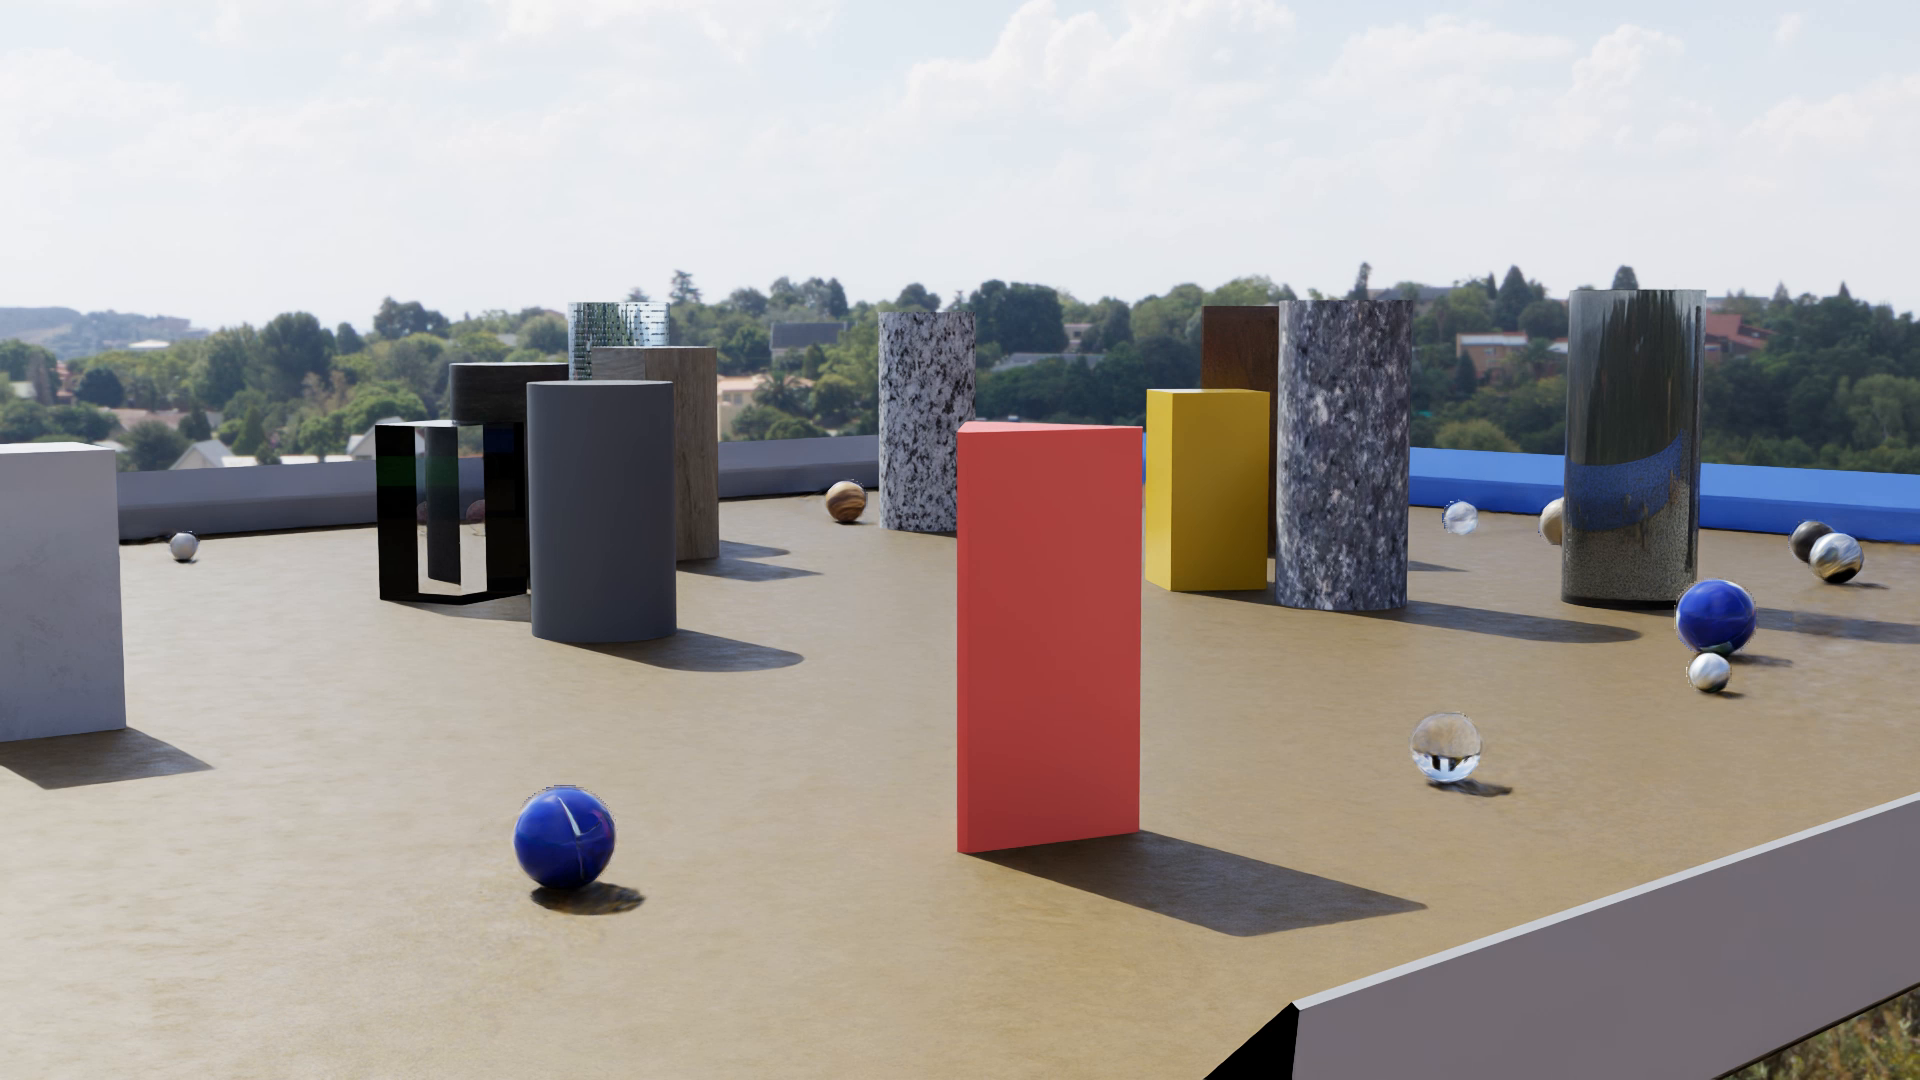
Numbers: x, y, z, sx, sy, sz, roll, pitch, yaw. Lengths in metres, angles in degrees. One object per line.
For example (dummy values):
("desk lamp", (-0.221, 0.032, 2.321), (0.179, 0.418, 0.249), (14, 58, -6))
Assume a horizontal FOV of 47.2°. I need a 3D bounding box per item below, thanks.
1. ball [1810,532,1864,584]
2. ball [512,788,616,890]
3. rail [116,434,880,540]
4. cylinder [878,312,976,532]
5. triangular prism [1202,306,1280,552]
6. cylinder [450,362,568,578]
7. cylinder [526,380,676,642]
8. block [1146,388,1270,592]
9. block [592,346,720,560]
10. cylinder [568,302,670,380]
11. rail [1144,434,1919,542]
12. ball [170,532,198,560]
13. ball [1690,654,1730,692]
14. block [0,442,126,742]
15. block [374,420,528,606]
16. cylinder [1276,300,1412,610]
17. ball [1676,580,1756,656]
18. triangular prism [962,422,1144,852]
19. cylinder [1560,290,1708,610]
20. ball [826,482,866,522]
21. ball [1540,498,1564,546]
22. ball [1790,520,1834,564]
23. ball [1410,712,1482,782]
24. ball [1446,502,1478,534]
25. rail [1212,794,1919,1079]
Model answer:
("ball", (1.439, 0.029, 3.612), (0.083, 0.083, 0.083), (0, 6, 0))
("ball", (-0.305, 0.231, 1.698), (0.079, 0.079, 0.079), (0, 6, 0))
("rail", (-1.220, -0.103, 4.647), (3.928, 0.130, 0.045), (-5, 8, -42))
("cylinder", (-0.068, -0.248, 4.540), (0.200, 0.443, 0.200), (0, 6, 0))
("triangular prism", (0.544, -0.213, 4.152), (0.173, 0.454, 0.150), (1, 6, 8))
("cylinder", (-0.768, -0.123, 3.763), (0.200, 0.355, 0.200), (0, 6, 0))
("cylinder", (-0.495, -0.044, 3.046), (0.200, 0.347, 0.200), (0, 6, 0))
("block", (0.401, -0.085, 3.584), (0.160, 0.316, 0.160), (-1, 6, -10))
("block", (-0.552, -0.159, 3.985), (0.160, 0.380, 0.160), (-6, 8, -44))
("cylinder", (-0.674, -0.240, 4.368), (0.200, 0.462, 0.200), (0, 6, 0))
("rail", (1.426, -0.102, 4.641), (0.045, 0.130, 3.646), (-5, 8, -42))
("ball", (-1.394, 0.011, 3.949), (0.049, 0.049, 0.049), (0, 6, 0))
("ball", (0.878, 0.156, 2.574), (0.046, 0.046, 0.046), (0, 6, 0))
("block", (-1.004, 0.051, 2.355), (0.160, 0.299, 0.160), (-4, 7, -36))
("block", (-0.792, -0.046, 3.429), (0.160, 0.271, 0.160), (3, 7, 26))
("cylinder", (0.585, -0.134, 3.358), (0.200, 0.461, 0.200), (0, 6, 0))
("ball", (0.979, 0.100, 2.849), (0.099, 0.099, 0.099), (0, 6, 0))
("triangular prism", (0.044, 0.075, 1.901), (0.173, 0.347, 0.150), (-3, 7, -27))
("cylinder", (1.027, -0.142, 3.358), (0.200, 0.477, 0.200), (0, 6, 0))
("ball", (-0.242, -0.082, 4.662), (0.087, 0.087, 0.087), (0, 6, 0))
("ball", (1.146, -0.033, 4.167), (0.093, 0.093, 0.093), (0, 6, 0))
("ball", (1.508, 0.004, 3.884), (0.077, 0.077, 0.077), (0, 6, 0))
("ball", (0.461, 0.197, 2.084), (0.066, 0.066, 0.066), (0, 6, 0))
("ball", (1.002, -0.043, 4.389), (0.066, 0.066, 0.066), (0, 6, 0))
("rail", (1.220, 0.171, 2.017), (3.928, 0.130, 0.045), (-5, 8, -42))
